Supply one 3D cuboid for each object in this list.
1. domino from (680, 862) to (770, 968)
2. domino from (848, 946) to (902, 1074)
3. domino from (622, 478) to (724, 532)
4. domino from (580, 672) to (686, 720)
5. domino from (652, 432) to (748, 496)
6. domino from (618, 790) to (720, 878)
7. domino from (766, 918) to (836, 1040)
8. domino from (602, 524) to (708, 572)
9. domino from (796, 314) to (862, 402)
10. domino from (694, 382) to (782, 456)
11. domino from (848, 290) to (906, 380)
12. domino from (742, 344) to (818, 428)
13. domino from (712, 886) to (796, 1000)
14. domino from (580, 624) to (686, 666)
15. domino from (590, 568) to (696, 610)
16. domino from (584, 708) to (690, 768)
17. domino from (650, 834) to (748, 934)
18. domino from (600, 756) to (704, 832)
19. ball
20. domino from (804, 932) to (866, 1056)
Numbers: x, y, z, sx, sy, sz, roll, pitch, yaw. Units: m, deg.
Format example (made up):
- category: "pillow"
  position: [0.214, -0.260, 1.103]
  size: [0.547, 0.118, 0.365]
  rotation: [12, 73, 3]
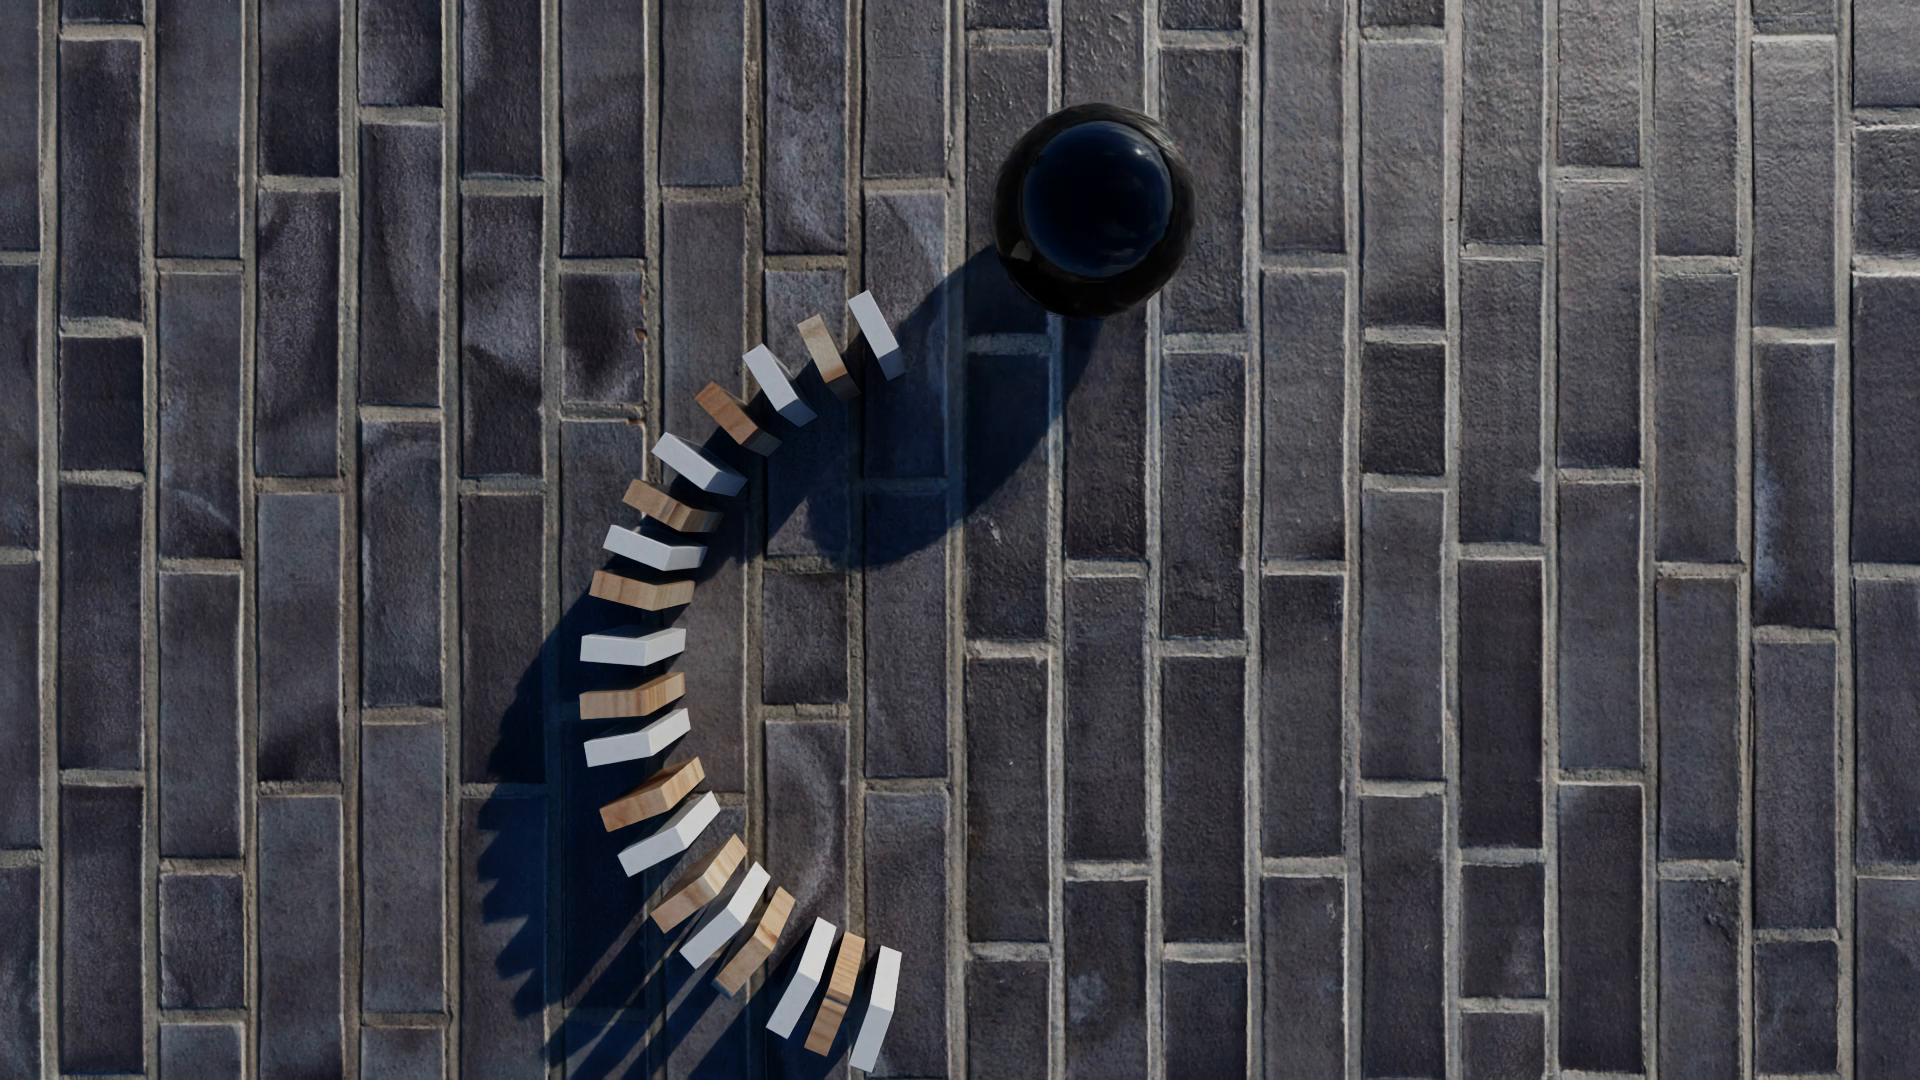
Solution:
- category: "domino"
  position: [-0.095, 0.152, 0.375]
  size: [0.025, 0.050, 0.010]
  rotation: [-43, 90, 0]
- category: "domino"
  position: [-0.034, 0.190, 0.375]
  size: [0.009, 0.050, 0.025]
  rotation: [20, 90, 0]
- category: "domino"
  position: [-0.116, -0.013, 0.375]
  size: [0.025, 0.050, 0.010]
  rotation: [28, 90, 0]
- category: "domino"
  position: [-0.133, 0.063, 0.375]
  size: [0.025, 0.050, 0.009]
  rotation: [-3, 90, 0]
- category: "domino"
  position: [-0.105, -0.030, 0.375]
  size: [0.025, 0.050, 0.009]
  rotation: [36, 90, 0]
- category: "domino"
  position: [-0.118, 0.119, 0.375]
  size: [0.025, 0.050, 0.010]
  rotation: [-26, 90, 0]
- category: "domino"
  position: [-0.064, 0.178, 0.375]
  size: [0.010, 0.050, 0.025]
  rotation: [29, 90, 0]
- category: "domino"
  position: [-0.123, 0.003, 0.375]
  size: [0.025, 0.050, 0.010]
  rotation: [21, 90, 0]
- category: "domino"
  position: [-0.053, -0.073, 0.375]
  size: [0.009, 0.050, 0.025]
  rotation: [-26, 90, 0]
- category: "domino"
  position: [-0.089, -0.048, 0.375]
  size: [0.009, 0.050, 0.025]
  rotation: [-44, 90, 0]
- category: "domino"
  position: [-0.033, -0.082, 0.375]
  size: [0.010, 0.050, 0.025]
  rotation: [-28, 90, 0]
- category: "domino"
  position: [-0.073, -0.062, 0.375]
  size: [0.010, 0.050, 0.025]
  rotation: [-33, 90, 0]
- category: "domino"
  position: [-0.084, 0.163, 0.375]
  size: [0.010, 0.050, 0.025]
  rotation: [41, 90, 0]
- category: "domino"
  position: [-0.132, 0.043, 0.375]
  size: [0.025, 0.050, 0.009]
  rotation: [5, 90, 0]
- category: "domino"
  position: [-0.129, 0.019, 0.375]
  size: [0.025, 0.050, 0.010]
  rotation: [14, 90, 0]
- category: "domino"
  position: [-0.131, 0.080, 0.375]
  size: [0.025, 0.050, 0.009]
  rotation: [-10, 90, 0]
- category: "domino"
  position: [-0.106, 0.139, 0.375]
  size: [0.025, 0.050, 0.009]
  rotation: [-36, 90, 0]
- category: "domino"
  position: [-0.125, 0.103, 0.375]
  size: [0.025, 0.050, 0.010]
  rotation: [-20, 90, 0]
- category: "ball"
  position: [0.052, -0.128, 0.360]
  size: [0.080, 0.080, 0.080]
  rotation: [0, 90, 0]
- category: "domino"
  position: [-0.051, 0.184, 0.375]
  size: [0.009, 0.050, 0.025]
  rotation: [23, 90, 0]
